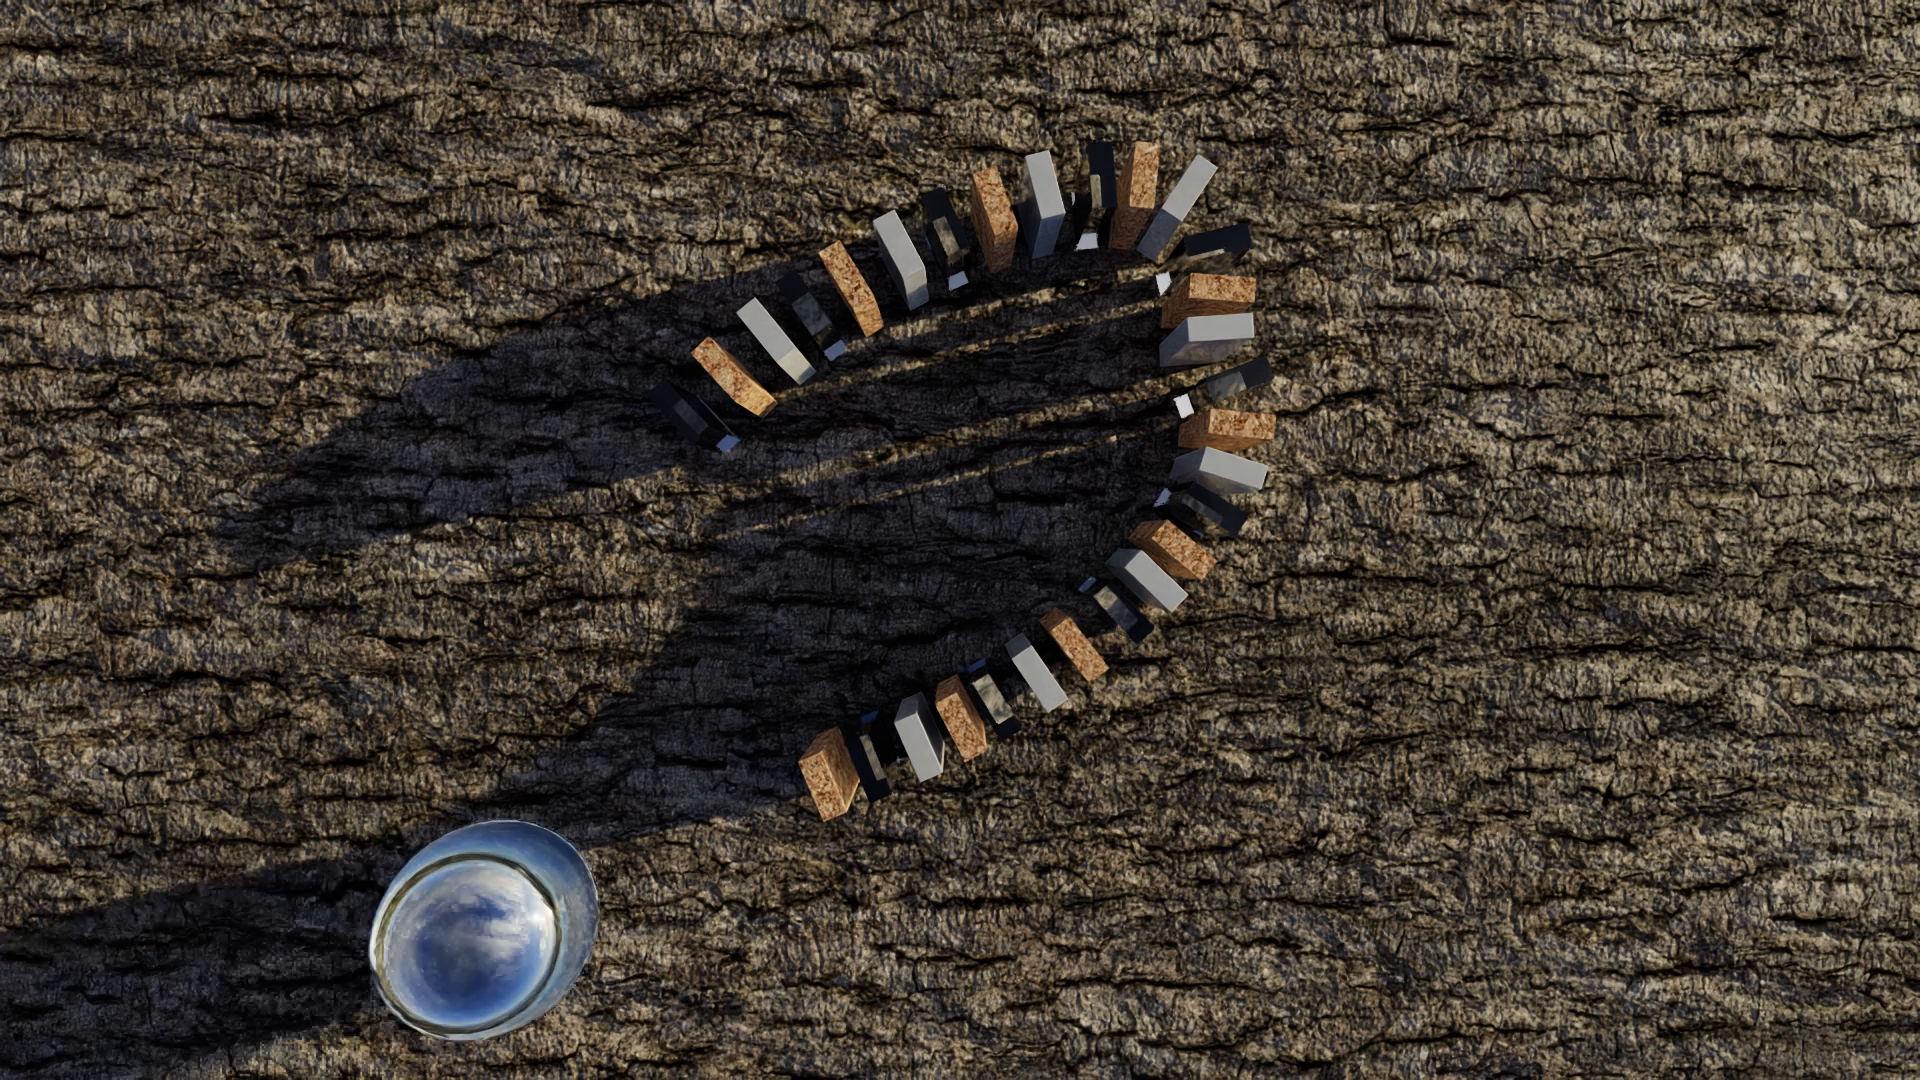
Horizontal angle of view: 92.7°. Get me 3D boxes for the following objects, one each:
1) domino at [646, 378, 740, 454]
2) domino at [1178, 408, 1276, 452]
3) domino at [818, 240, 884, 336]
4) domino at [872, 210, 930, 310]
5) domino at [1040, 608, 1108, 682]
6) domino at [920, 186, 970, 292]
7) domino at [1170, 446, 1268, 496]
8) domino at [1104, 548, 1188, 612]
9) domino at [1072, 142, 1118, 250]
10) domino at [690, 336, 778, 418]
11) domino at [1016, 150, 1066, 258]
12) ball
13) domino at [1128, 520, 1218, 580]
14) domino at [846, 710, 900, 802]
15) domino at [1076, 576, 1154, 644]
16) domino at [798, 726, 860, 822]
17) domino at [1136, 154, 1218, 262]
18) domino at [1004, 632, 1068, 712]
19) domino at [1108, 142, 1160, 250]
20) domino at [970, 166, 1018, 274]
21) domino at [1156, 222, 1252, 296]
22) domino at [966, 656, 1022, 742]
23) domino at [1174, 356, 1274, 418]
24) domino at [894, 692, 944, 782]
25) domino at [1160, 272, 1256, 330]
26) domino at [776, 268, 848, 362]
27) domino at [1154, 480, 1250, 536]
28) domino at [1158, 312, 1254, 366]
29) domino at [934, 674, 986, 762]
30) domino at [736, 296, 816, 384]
[{"bbox_3d":[-0.108,-0.050,0.375,0.010,0.050,0.025,-43,90,0],"label":"domino"},{"bbox_3d":[0.108,-0.044,0.375,0.025,0.050,0.010,6,90,0],"label":"domino"},{"bbox_3d":[-0.043,-0.102,0.375,0.010,0.050,0.025,-32,90,0],"label":"domino"},{"bbox_3d":[-0.023,-0.113,0.375,0.010,0.050,0.025,-28,90,0],"label":"domino"},{"bbox_3d":[0.046,0.042,0.375,0.010,0.050,0.025,-38,90,0],"label":"domino"},{"bbox_3d":[-0.006,-0.122,0.375,0.010,0.050,0.025,-24,90,0],"label":"domino"},{"bbox_3d":[0.105,-0.027,0.375,0.025,0.050,0.009,18,90,0],"label":"domino"},{"bbox_3d":[0.075,0.016,0.375,0.025,0.050,0.010,44,90,0],"label":"domino"},{"bbox_3d":[0.054,-0.140,0.375,0.010,0.050,0.025,-4,90,0],"label":"domino"},{"bbox_3d":[-0.091,-0.065,0.375,0.009,0.050,0.025,-42,90,0],"label":"domino"},{"bbox_3d":[0.033,-0.136,0.375,0.009,0.050,0.025,-15,90,0],"label":"domino"},{"bbox_3d":[-0.185,0.152,0.360,0.080,0.080,0.080,0,90,0],"label":"ball"},{"bbox_3d":[0.086,0.004,0.375,0.025,0.050,0.010,40,90,0],"label":"domino"},{"bbox_3d":[-0.035,0.087,0.375,0.009,0.050,0.025,-22,90,0],"label":"domino"},{"bbox_3d":[0.063,0.028,0.375,0.010,0.050,0.025,-43,90,0],"label":"domino"},{"bbox_3d":[-0.053,0.094,0.375,0.009,0.050,0.025,-23,90,0],"label":"domino"},{"bbox_3d":[0.088,-0.135,0.375,0.009,0.050,0.025,34,90,0],"label":"domino"},{"bbox_3d":[0.030,0.053,0.375,0.010,0.050,0.025,-34,90,0],"label":"domino"},{"bbox_3d":[0.071,-0.140,0.375,0.010,0.050,0.025,6,90,0],"label":"domino"},{"bbox_3d":[0.014,-0.130,0.375,0.010,0.050,0.025,-20,90,0],"label":"domino"},{"bbox_3d":[0.099,-0.114,0.375,0.025,0.050,0.009,-13,90,0],"label":"domino"},{"bbox_3d":[0.013,0.064,0.375,0.009,0.050,0.025,-31,90,0],"label":"domino"},{"bbox_3d":[0.107,-0.062,0.375,0.025,0.050,0.009,-20,90,0],"label":"domino"},{"bbox_3d":[-0.016,0.079,0.375,0.010,0.050,0.025,-24,90,0],"label":"domino"},{"bbox_3d":[0.100,-0.096,0.375,0.025,0.050,0.009,4,90,0],"label":"domino"},{"bbox_3d":[-0.060,-0.091,0.375,0.009,0.050,0.025,-35,90,0],"label":"domino"},{"bbox_3d":[0.097,-0.012,0.375,0.025,0.050,0.010,32,90,0],"label":"domino"},{"bbox_3d":[0.100,-0.081,0.375,0.025,0.050,0.010,-4,90,0],"label":"domino"},{"bbox_3d":[0.000,0.072,0.375,0.010,0.050,0.025,-28,90,0],"label":"domino"},{"bbox_3d":[-0.074,-0.080,0.375,0.009,0.050,0.025,-39,90,0],"label":"domino"}]
